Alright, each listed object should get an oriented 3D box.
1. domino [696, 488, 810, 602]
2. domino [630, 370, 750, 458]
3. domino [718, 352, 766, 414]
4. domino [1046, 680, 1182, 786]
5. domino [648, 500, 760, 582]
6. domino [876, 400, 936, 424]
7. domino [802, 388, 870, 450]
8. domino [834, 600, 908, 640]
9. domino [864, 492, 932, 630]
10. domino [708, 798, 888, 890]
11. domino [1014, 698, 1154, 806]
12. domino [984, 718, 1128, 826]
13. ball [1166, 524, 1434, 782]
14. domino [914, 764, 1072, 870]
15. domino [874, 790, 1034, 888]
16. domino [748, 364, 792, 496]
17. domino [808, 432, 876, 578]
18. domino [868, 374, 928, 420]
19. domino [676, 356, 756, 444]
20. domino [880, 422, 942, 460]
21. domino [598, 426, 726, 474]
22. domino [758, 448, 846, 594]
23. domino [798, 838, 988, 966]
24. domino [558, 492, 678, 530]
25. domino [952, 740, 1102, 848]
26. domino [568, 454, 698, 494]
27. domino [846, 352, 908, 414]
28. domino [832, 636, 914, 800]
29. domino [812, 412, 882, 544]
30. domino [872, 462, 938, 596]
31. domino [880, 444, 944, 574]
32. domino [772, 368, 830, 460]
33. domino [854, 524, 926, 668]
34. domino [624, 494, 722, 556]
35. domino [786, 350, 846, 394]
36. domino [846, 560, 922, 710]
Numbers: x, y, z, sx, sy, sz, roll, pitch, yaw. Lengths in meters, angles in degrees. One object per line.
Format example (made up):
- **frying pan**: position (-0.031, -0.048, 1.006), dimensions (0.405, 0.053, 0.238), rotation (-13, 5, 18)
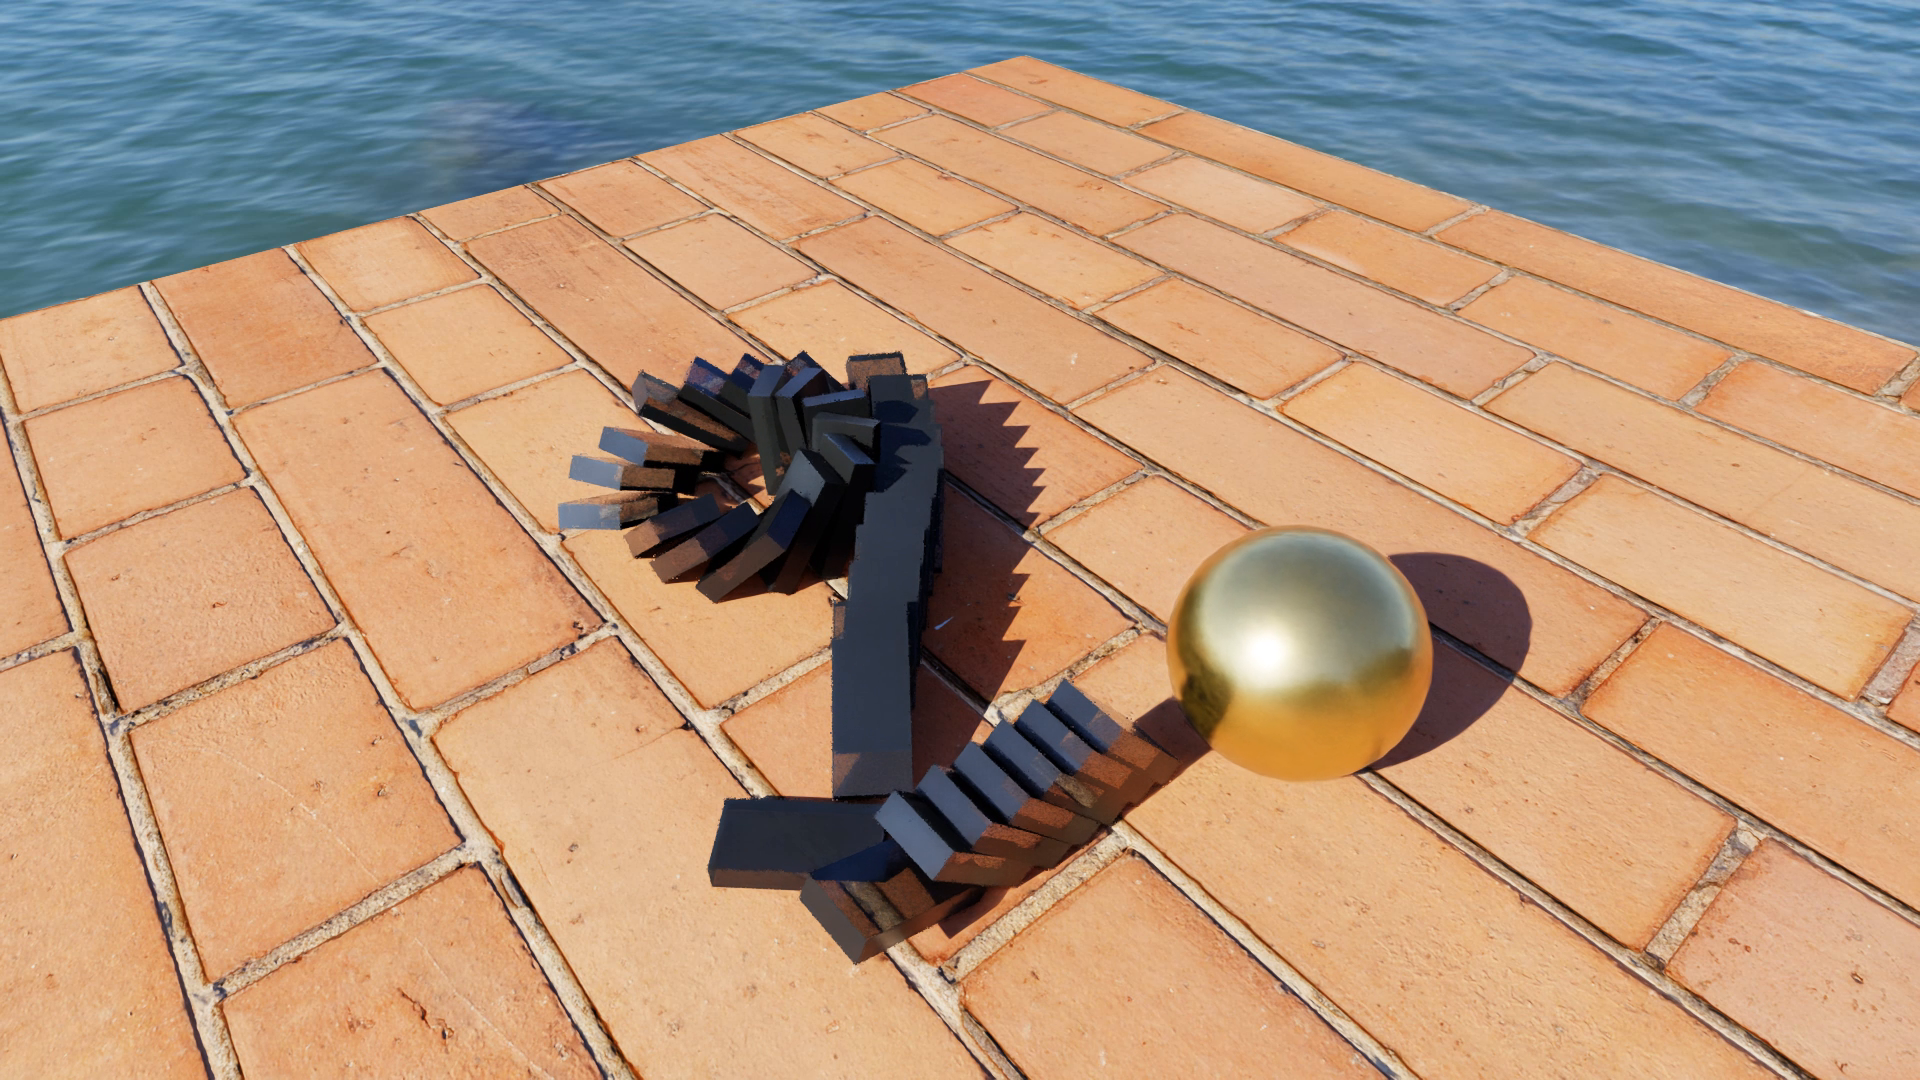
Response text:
- **domino**: position (-0.078, 0.003, 0.413), dimensions (0.010, 0.050, 0.025), rotation (41, 43, -19)
- **domino**: position (-0.119, -0.055, 0.487), dimensions (0.050, 0.010, 0.025), rotation (24, 21, -35)
- **domino**: position (-0.082, -0.061, 0.496), dimensions (0.050, 0.010, 0.025), rotation (34, 37, -15)
- **domino**: position (0.048, 0.060, 0.342), dimensions (0.025, 0.050, 0.009), rotation (38, 92, 37)
- **domino**: position (-0.097, 0.001, 0.417), dimensions (0.025, 0.010, 0.050), rotation (-40, 11, -34)
- **domino**: position (-0.022, -0.034, 0.463), dimensions (0.025, 0.009, 0.050), rotation (-2, 74, -2)
- **domino**: position (-0.049, -0.036, 0.454), dimensions (0.025, 0.050, 0.009), rotation (-12, 31, -14)
- **domino**: position (-0.029, 0.046, 0.368), dimensions (0.025, 0.009, 0.050), rotation (-2, 71, -2)
- **domino**: position (-0.024, 0.008, 0.412), dimensions (0.025, 0.010, 0.050), rotation (2, 75, 1)
- **domino**: position (-0.048, 0.092, 0.331), dimensions (0.050, 0.010, 0.025), rotation (2, 39, 2)
- **domino**: position (0.039, 0.065, 0.336), dimensions (0.025, 0.050, 0.009), rotation (38, 92, 37)
- **domino**: position (0.029, 0.070, 0.330), dimensions (0.025, 0.050, 0.010), rotation (38, 92, 37)
- **ball**: position (0.105, 0.035, 0.345), dimensions (0.080, 0.080, 0.080), rotation (0, 39, 0)
- **domino**: position (0.010, 0.080, 0.318), dimensions (0.025, 0.050, 0.010), rotation (39, 93, 37)
- **domino**: position (0.000, 0.085, 0.312), dimensions (0.025, 0.050, 0.009), rotation (38, 94, 34)
- **domino**: position (-0.078, -0.046, 0.468), dimensions (0.009, 0.050, 0.025), rotation (3, 39, 9)
- **domino**: position (-0.050, -0.013, 0.428), dimensions (0.009, 0.050, 0.025), rotation (-3, 33, -40)
- **domino**: position (-0.025, -0.047, 0.478), dimensions (0.025, 0.010, 0.050), rotation (-3, 75, -9)
- **domino**: position (-0.101, -0.061, 0.495), dimensions (0.050, 0.010, 0.025), rotation (30, 32, -21)
- **domino**: position (-0.021, -0.023, 0.450), dimensions (0.025, 0.009, 0.050), rotation (1, 74, 1)
- **domino**: position (-0.126, -0.038, 0.469), dimensions (0.025, 0.010, 0.050), rotation (21, 9, 24)
- **domino**: position (-0.063, -0.007, 0.422), dimensions (0.010, 0.050, 0.025), rotation (11, 27, -41)
- **domino**: position (-0.017, 0.097, 0.308), dimensions (0.025, 0.010, 0.050), rotation (38, 29, 32)
- **domino**: position (-0.135, -0.012, 0.437), dimensions (0.025, 0.010, 0.050), rotation (1, 8, 11)
- **domino**: position (0.020, 0.075, 0.324), dimensions (0.025, 0.050, 0.009), rotation (38, 92, 37)
- **domino**: position (-0.134, -0.027, 0.454), dimensions (0.025, 0.010, 0.050), rotation (13, 5, 20)
- **domino**: position (-0.034, -0.059, 0.493), dimensions (0.025, 0.010, 0.050), rotation (-8, 73, -19)
- **domino**: position (-0.028, 0.057, 0.354), dimensions (0.025, 0.010, 0.050), rotation (-2, 71, -2)
- **domino**: position (-0.046, -0.024, 0.441), dimensions (0.025, 0.050, 0.009), rotation (10, 24, 12)
- **domino**: position (-0.022, -0.004, 0.425), dimensions (0.025, 0.010, 0.050), rotation (2, 75, 1)
- **domino**: position (-0.019, -0.012, 0.437), dimensions (0.025, 0.009, 0.050), rotation (1, 75, 1)
- **domino**: position (-0.062, -0.045, 0.465), dimensions (0.010, 0.050, 0.025), rotation (7, 38, 27)
- **domino**: position (-0.026, 0.020, 0.398), dimensions (0.025, 0.009, 0.050), rotation (2, 74, 2)
- **domino**: position (-0.112, -0.005, 0.426), dimensions (0.025, 0.009, 0.050), rotation (-26, 5, -28)
- **domino**: position (-0.061, -0.060, 0.496), dimensions (0.050, 0.009, 0.025), rotation (42, 46, -4)
- **domino**: position (-0.027, 0.033, 0.383), dimensions (0.025, 0.009, 0.050), rotation (2, 72, 2)
